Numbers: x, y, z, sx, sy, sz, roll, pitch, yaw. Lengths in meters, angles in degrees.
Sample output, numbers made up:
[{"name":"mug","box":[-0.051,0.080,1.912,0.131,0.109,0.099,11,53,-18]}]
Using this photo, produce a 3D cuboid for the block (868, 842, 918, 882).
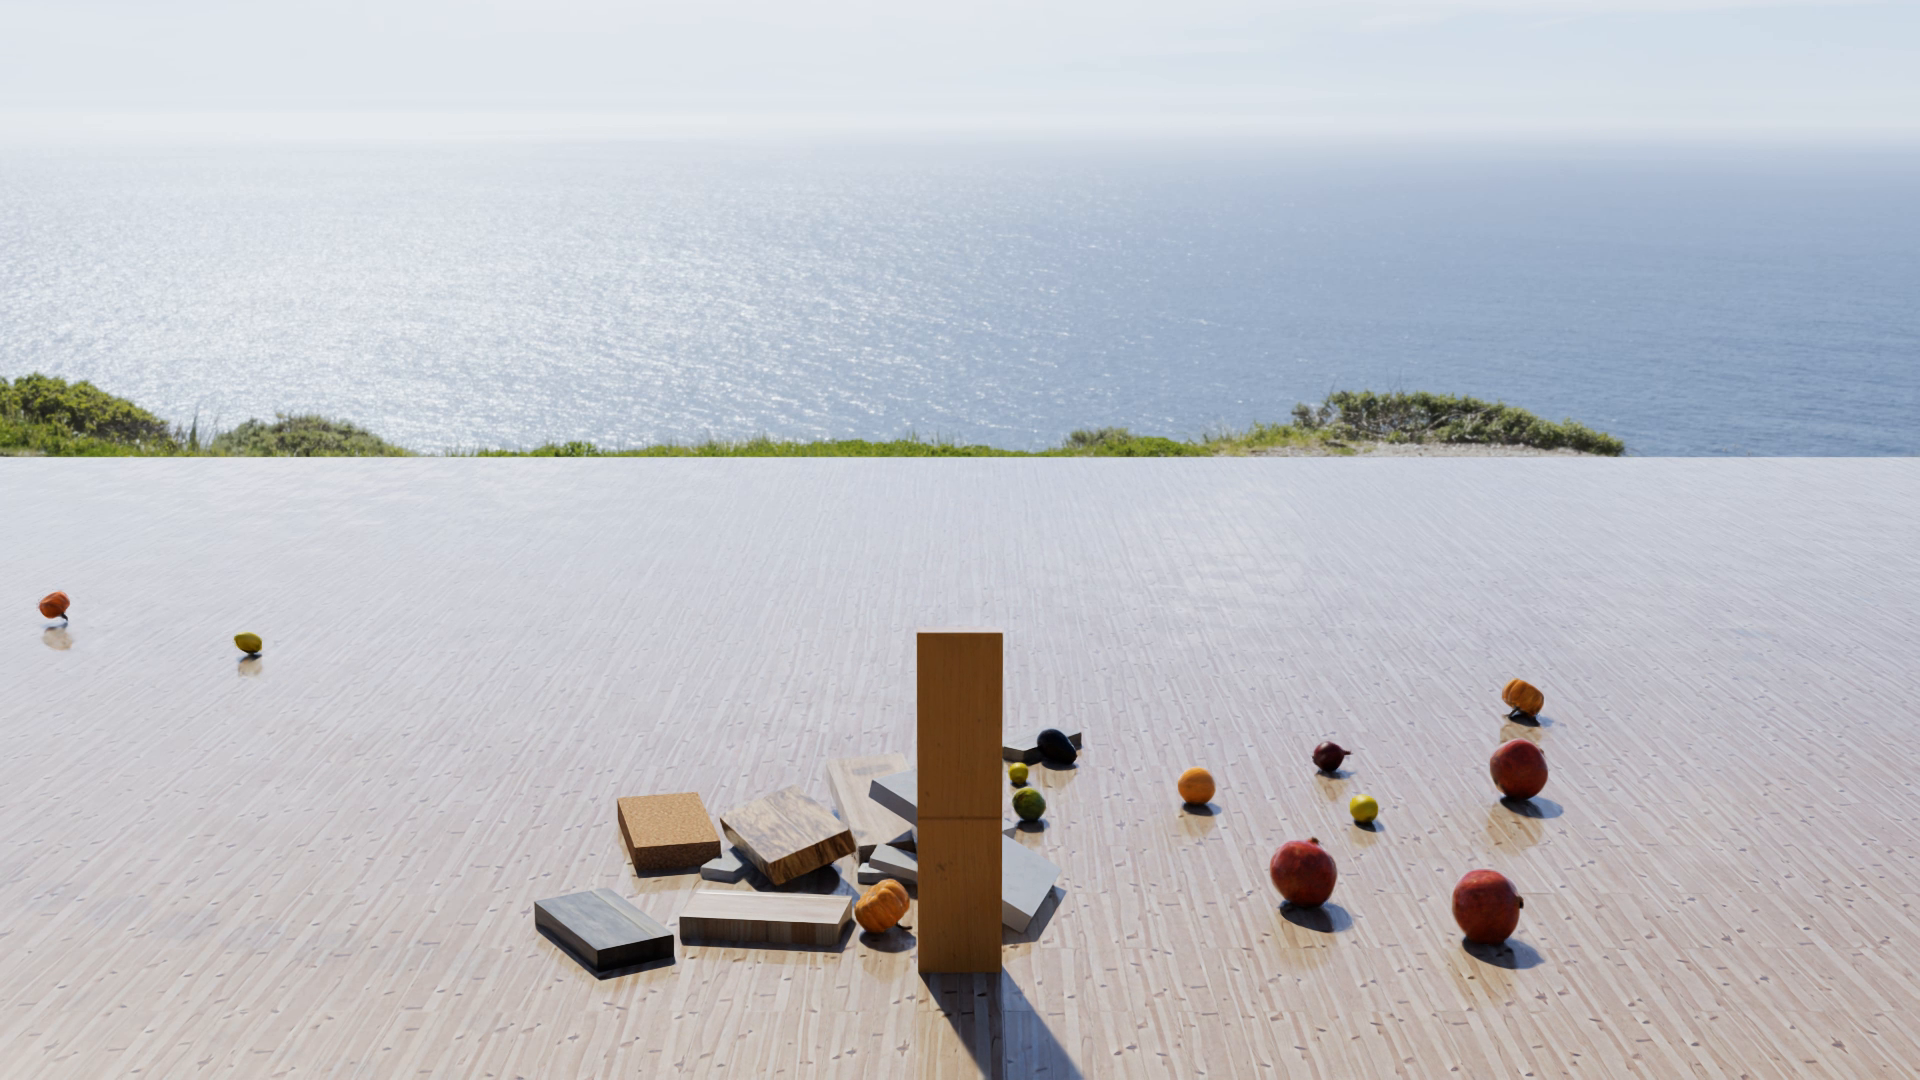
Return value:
[{"name":"block","box":[-0.086,0.548,3.705,0.125,0.018,0.063,15,18,8]}]

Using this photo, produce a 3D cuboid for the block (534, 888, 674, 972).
[{"name":"block","box":[-0.562,0.611,3.459,0.127,0.036,0.254,-7,12,-32]}]

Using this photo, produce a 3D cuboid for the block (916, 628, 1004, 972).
[{"name":"block","box":[0.000,0.392,3.293,0.127,0.527,0.036,0,11,0]}]

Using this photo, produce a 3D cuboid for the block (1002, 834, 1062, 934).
[{"name":"block","box":[0.085,0.560,3.599,0.120,0.034,0.239,30,16,7]}]

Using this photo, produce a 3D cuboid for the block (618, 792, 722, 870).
[{"name":"block","box":[-0.524,0.519,3.937,0.148,0.042,0.297,-3,11,-14]}]

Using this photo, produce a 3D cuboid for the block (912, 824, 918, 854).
[{"name":"block","box":[-0.009,0.534,3.714,0.120,0.034,0.239,9,18,-11]}]

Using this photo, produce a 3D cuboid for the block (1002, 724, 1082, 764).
[{"name":"block","box":[0.155,0.418,4.521,0.094,0.027,0.188,9,14,41]}]

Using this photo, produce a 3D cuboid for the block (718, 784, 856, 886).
[{"name":"block","box":[-0.301,0.505,3.794,0.148,0.042,0.297,-21,16,-18]}]

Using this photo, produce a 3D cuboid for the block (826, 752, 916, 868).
[{"name":"block","box":[-0.141,0.485,3.984,0.148,0.042,0.387,-4,18,-11]}]

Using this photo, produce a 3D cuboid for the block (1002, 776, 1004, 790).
[{"name":"block","box":[0.029,0.491,4.013,0.094,0.027,0.188,0,24,2]}]

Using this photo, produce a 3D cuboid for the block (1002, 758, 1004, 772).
[{"name":"block","box":[0.024,0.433,3.940,0.080,0.023,0.160,5,21,10]}]

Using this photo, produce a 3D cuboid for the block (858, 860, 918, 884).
[{"name":"block","box":[-0.108,0.567,3.746,0.125,0.018,0.063,1,11,8]}]

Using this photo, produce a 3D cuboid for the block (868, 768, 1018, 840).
[{"name":"block","box":[-0.031,0.468,3.790,0.239,0.034,0.120,27,23,37]}]

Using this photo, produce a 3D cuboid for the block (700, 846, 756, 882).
[{"name":"block","box":[-0.389,0.558,3.795,0.063,0.018,0.125,4,11,23]}]

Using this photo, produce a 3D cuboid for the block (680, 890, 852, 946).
[{"name":"block","box":[-0.308,0.601,3.510,0.254,0.036,0.127,1,11,7]}]
